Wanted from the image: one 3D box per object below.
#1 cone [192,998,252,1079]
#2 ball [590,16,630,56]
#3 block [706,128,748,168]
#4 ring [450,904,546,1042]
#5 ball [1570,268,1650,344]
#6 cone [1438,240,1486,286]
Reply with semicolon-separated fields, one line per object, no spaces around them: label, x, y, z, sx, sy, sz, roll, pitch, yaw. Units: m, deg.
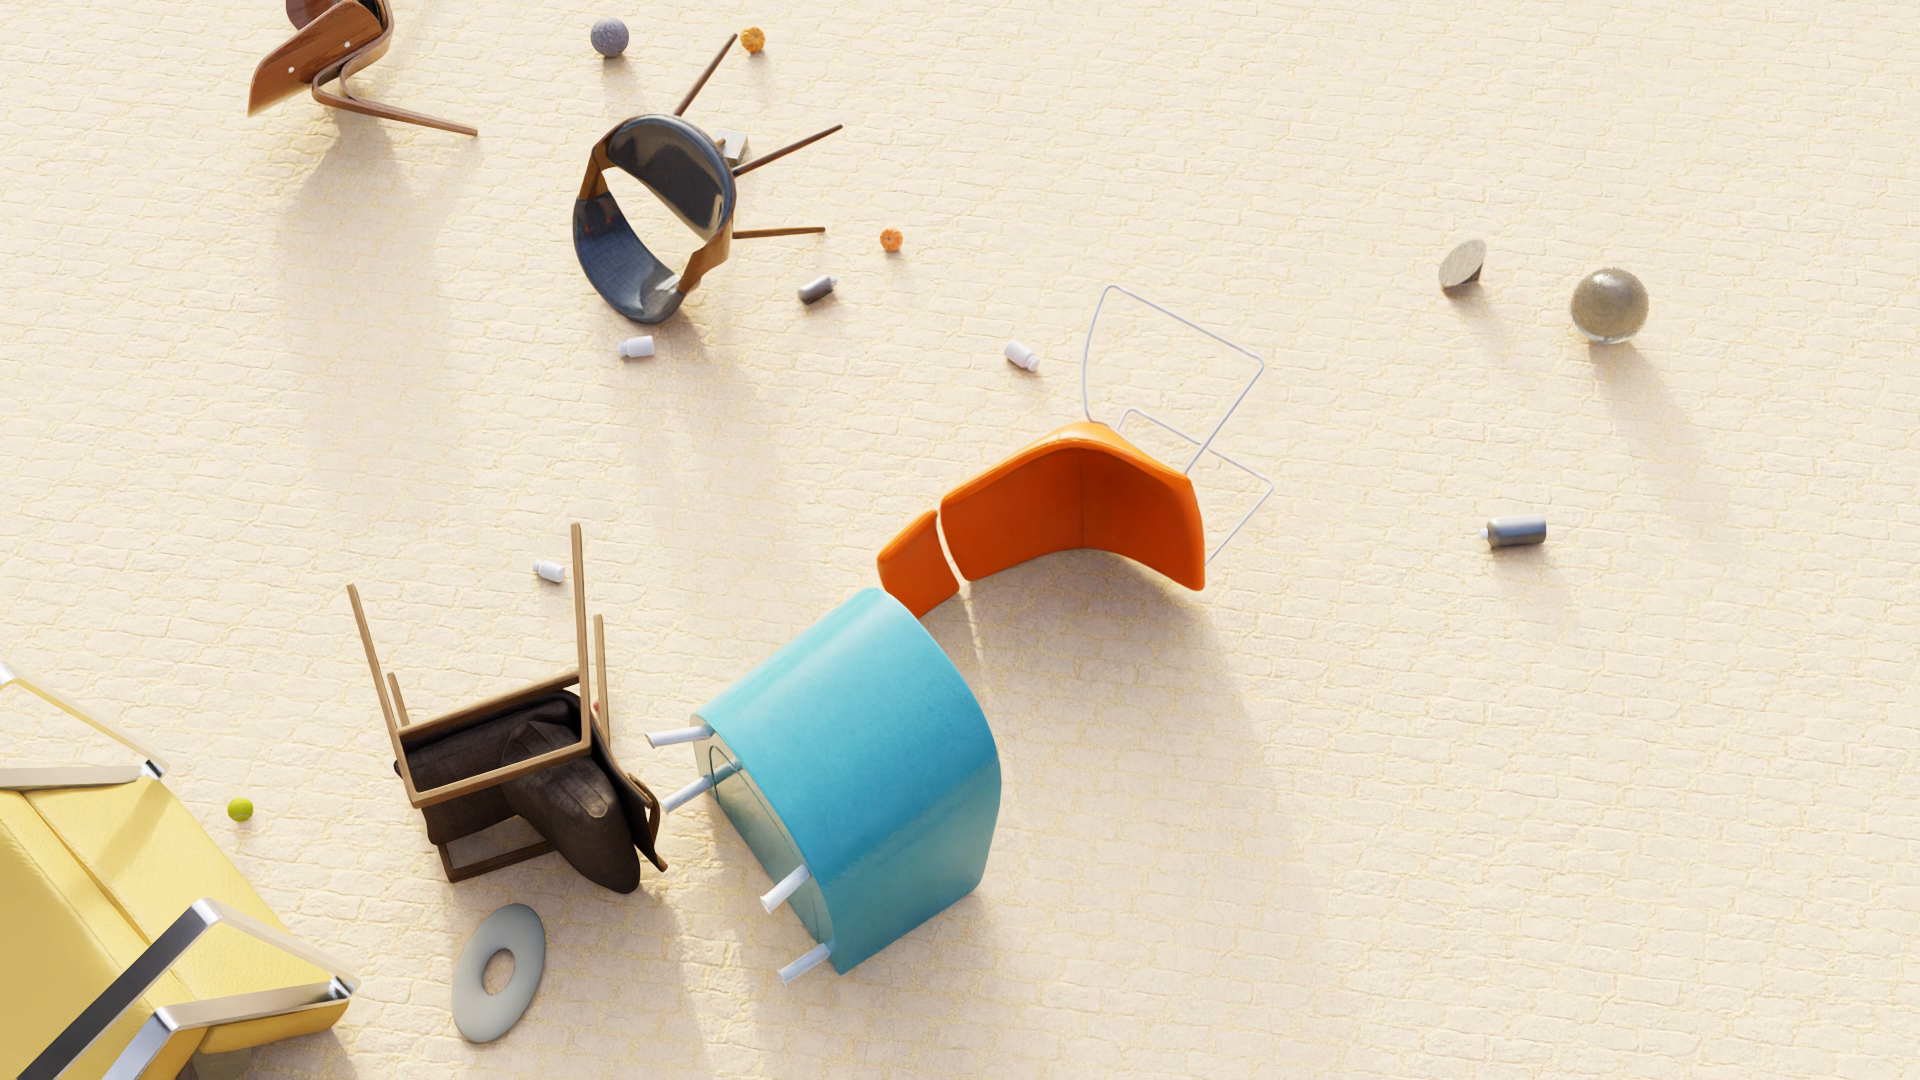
cone;-1.901;1.255;5.678;0.140;0.204;0.215;8;27;-20
ball;-1.222;-1.755;7.670;0.136;0.136;0.136;0;56;0
block;-0.786;-1.323;7.433;0.109;0.049;0.119;11;57;7
ring;-1.213;1.135;5.783;0.225;0.050;0.393;10;57;6
ball;2.046;-0.737;6.924;0.240;0.240;0.240;0;56;0
cone;1.652;-0.869;7.117;0.188;0.094;0.181;-49;29;4
